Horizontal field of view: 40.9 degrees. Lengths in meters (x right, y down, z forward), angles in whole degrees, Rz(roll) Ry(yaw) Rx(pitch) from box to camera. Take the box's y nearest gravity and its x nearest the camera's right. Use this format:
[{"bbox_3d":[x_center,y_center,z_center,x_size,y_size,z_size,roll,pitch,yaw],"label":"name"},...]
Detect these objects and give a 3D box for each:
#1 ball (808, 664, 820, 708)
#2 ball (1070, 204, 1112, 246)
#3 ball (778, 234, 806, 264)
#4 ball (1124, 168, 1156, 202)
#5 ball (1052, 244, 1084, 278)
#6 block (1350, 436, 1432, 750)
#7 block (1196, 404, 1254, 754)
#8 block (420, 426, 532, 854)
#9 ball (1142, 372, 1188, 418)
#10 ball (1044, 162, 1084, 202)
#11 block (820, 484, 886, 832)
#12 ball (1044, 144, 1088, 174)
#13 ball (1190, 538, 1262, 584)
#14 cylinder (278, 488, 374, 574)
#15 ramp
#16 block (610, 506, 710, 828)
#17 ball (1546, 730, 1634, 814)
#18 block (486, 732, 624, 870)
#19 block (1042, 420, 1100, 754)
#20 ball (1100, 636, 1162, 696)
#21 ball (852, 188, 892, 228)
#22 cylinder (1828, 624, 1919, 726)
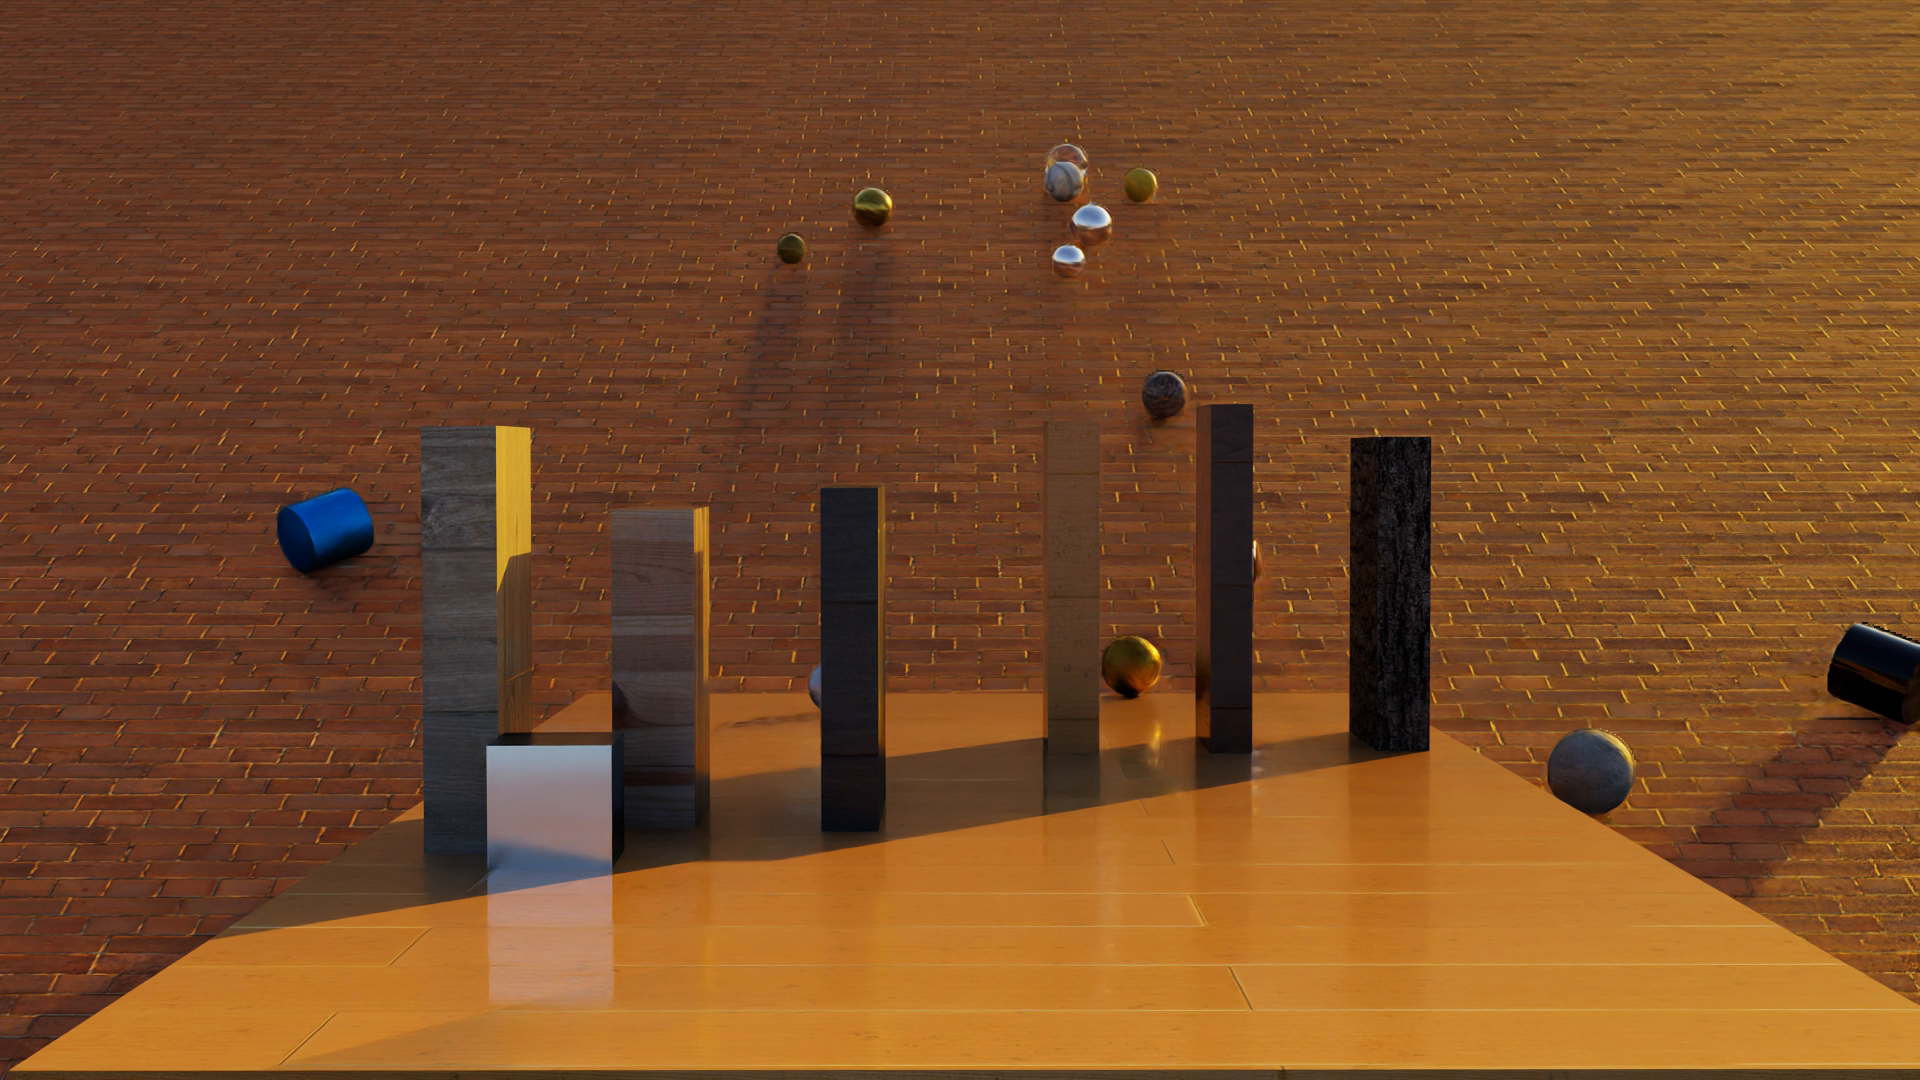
[{"bbox_3d":[-0.291,0.343,6.034,0.129,0.129,0.129,0,24,0],"label":"ball"},{"bbox_3d":[0.516,-1.238,10.147,0.165,0.165,0.165,0,24,0],"label":"ball"},{"bbox_3d":[-0.649,-1.123,9.955,0.115,0.115,0.115,0,24,0],"label":"ball"},{"bbox_3d":[0.747,-1.473,10.694,0.140,0.140,0.140,0,24,0],"label":"ball"},{"bbox_3d":[0.412,-1.061,9.805,0.126,0.126,0.126,0,24,0],"label":"ball"},{"bbox_3d":[0.908,0.104,5.454,0.108,0.643,0.372,0,2,0],"label":"block"},{"bbox_3d":[0.550,0.074,5.380,0.086,0.709,0.316,0,2,0],"label":"block"},{"bbox_3d":[-0.760,0.147,4.071,0.114,0.652,0.314,0,2,0],"label":"block"},{"bbox_3d":[0.675,-0.480,8.498,0.152,0.152,0.152,0,24,0],"label":"ball"},{"bbox_3d":[0.433,-1.488,10.693,0.167,0.167,0.167,0,24,0],"label":"ball"},{"bbox_3d":[-0.178,0.186,4.361,0.092,0.554,0.427,0,2,0],"label":"block"},{"bbox_3d":[0.448,-1.584,10.890,0.178,0.178,0.178,0,24,0],"label":"ball"},{"bbox_3d":[0.750,0.059,7.257,0.199,0.199,0.199,0,24,0],"label":"ball"},{"bbox_3d":[-1.833,-0.027,7.443,0.195,0.195,0.195,22,33,40],"label":"cylinder"},{"bbox_3d":[0.056,0.507,4.550,2.000,0.100,4.000,0,2,0],"label":"ramp"},{"bbox_3d":[-0.499,0.206,4.314,0.134,0.519,0.257,0,2,0],"label":"block"},{"bbox_3d":[1.508,0.555,6.162,0.203,0.203,0.203,0,24,0],"label":"ball"},{"bbox_3d":[-0.605,0.389,3.868,0.182,0.182,0.182,0,2,-2],"label":"block"},{"bbox_3d":[0.231,0.091,5.383,0.105,0.676,0.301,0,2,0],"label":"block"},{"bbox_3d":[0.431,0.317,6.489,0.151,0.151,0.151,0,24,0],"label":"ball"},{"bbox_3d":[-0.353,-1.334,10.361,0.163,0.163,0.163,0,24,0],"label":"ball"},{"bbox_3d":[2.376,0.344,6.621,0.204,0.204,0.204,-22,34,-40],"label":"cylinder"}]
